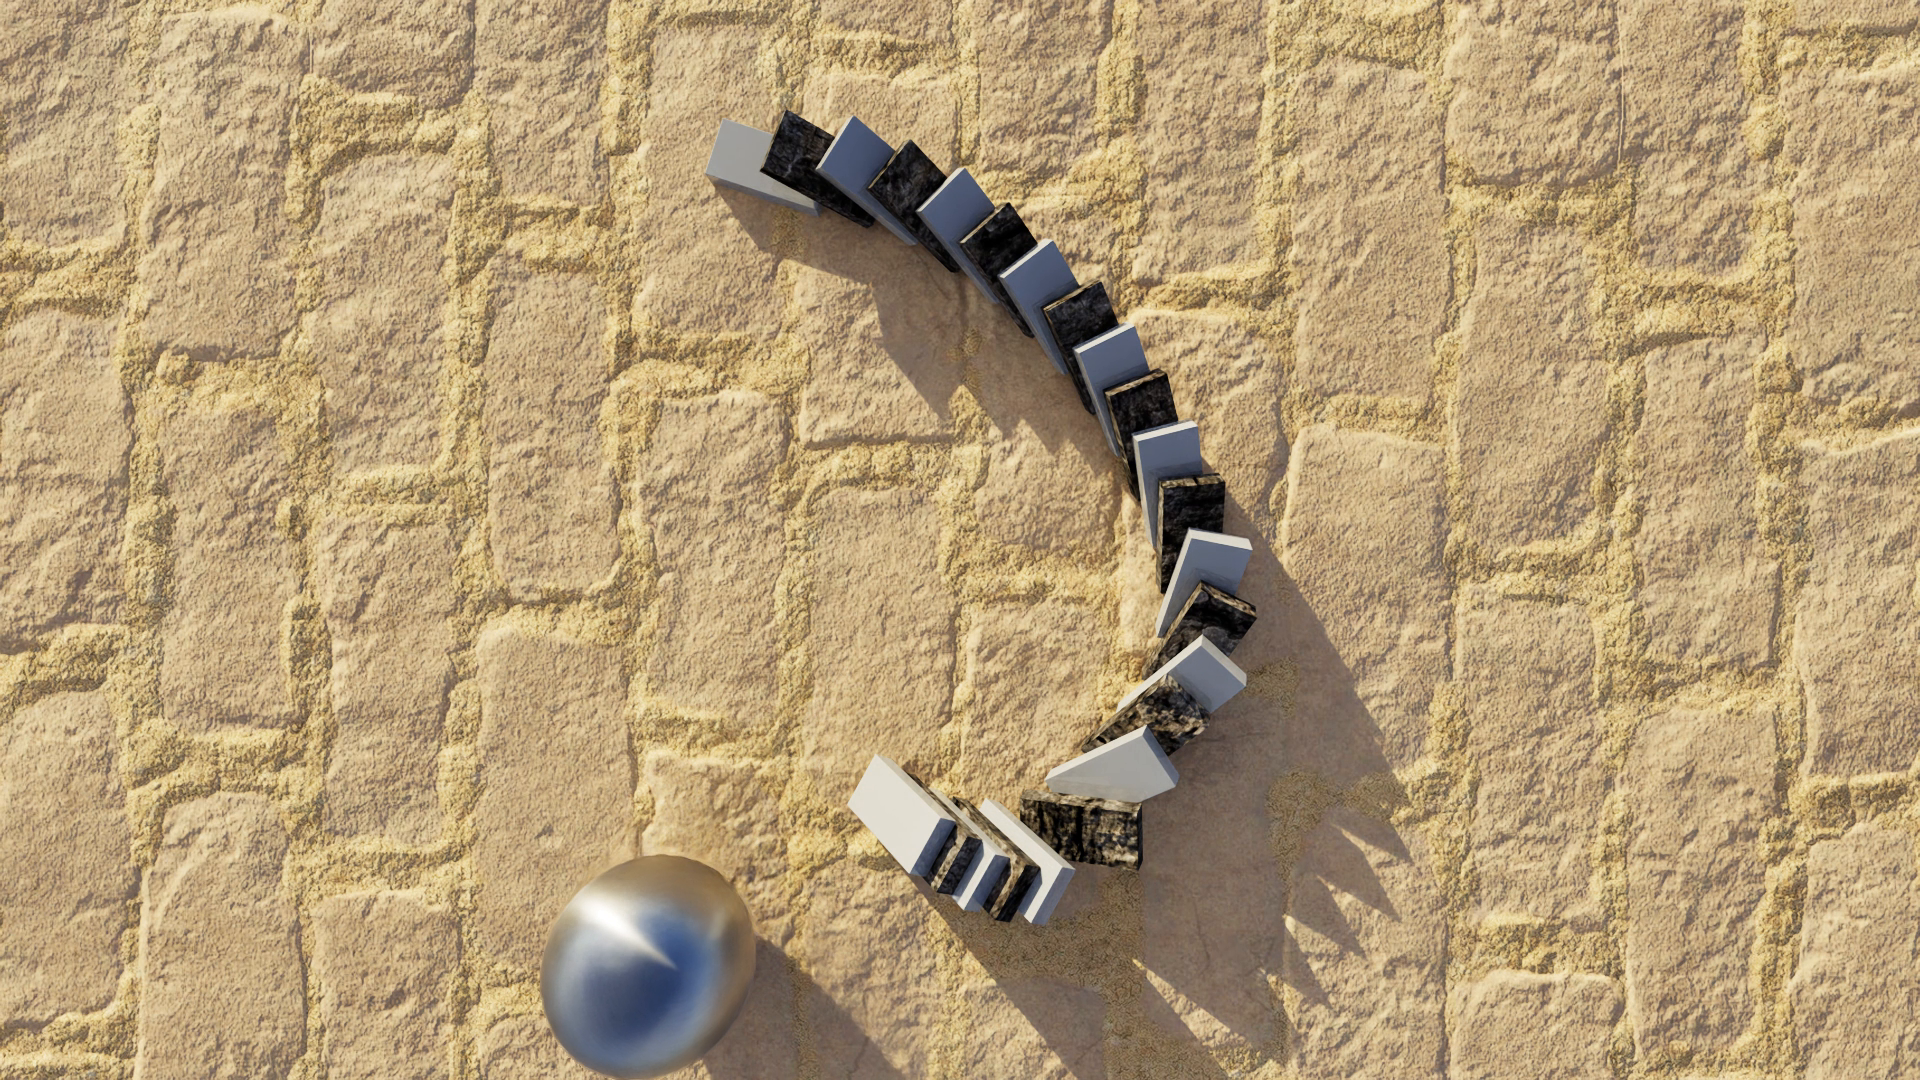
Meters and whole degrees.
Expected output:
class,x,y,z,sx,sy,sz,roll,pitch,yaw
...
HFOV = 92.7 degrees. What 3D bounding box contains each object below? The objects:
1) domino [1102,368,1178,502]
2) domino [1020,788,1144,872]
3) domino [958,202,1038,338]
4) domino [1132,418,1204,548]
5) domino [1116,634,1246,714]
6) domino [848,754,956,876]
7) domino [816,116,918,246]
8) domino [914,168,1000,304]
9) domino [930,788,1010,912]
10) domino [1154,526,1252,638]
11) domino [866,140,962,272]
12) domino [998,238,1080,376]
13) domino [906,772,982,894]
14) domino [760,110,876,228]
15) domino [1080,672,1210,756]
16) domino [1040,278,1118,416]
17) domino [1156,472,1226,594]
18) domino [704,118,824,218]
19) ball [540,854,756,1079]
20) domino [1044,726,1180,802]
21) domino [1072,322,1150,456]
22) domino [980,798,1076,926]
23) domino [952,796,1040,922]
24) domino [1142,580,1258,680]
class,x,y,z,sx,sy,sz,roll,pitch,yaw
domino,0.079,-0.044,0.384,0.025,0.009,0.050,-21,117,0
domino,0.051,0.121,0.384,0.050,0.009,0.025,1,100,23
domino,0.024,-0.113,0.385,0.025,0.010,0.050,-42,117,0
domino,0.089,-0.023,0.384,0.025,0.010,0.050,-14,117,0
domino,0.092,0.065,0.384,0.025,0.009,0.050,42,118,-2
domino,-0.025,0.113,0.378,0.010,0.050,0.025,29,90,-41
domino,-0.033,-0.150,0.384,0.050,0.009,0.025,32,89,-27
domino,0.007,-0.127,0.385,0.025,0.009,0.050,-45,117,0
domino,-0.004,0.127,0.378,0.009,0.050,0.025,29,90,-41
domino,0.101,0.021,0.383,0.025,0.010,0.050,11,120,0
domino,-0.012,-0.139,0.385,0.050,0.010,0.025,39,90,-27
domino,0.040,-0.097,0.385,0.025,0.010,0.050,-38,117,0
domino,-0.014,0.120,0.378,0.009,0.050,0.025,29,90,-41
domino,-0.056,-0.155,0.385,0.050,0.010,0.025,22,90,-24
domino,0.077,0.081,0.384,0.025,0.010,0.050,44,118,0
domino,0.056,-0.081,0.385,0.025,0.009,0.050,-29,117,0
domino,0.096,-0.002,0.384,0.025,0.009,0.050,-5,118,0
domino,-0.081,-0.160,0.395,0.050,0.009,0.025,18,90,0
ball,-0.121,0.166,0.360,0.080,0.080,0.080,0,90,0
domino,0.063,0.100,0.384,0.050,0.010,0.025,-33,90,27
domino,0.068,-0.063,0.384,0.025,0.009,0.050,-26,117,0
domino,0.022,0.132,0.378,0.009,0.050,0.025,29,90,-41
domino,0.008,0.131,0.378,0.009,0.050,0.025,29,90,-41
domino,0.099,0.043,0.384,0.025,0.010,0.050,26,119,0
